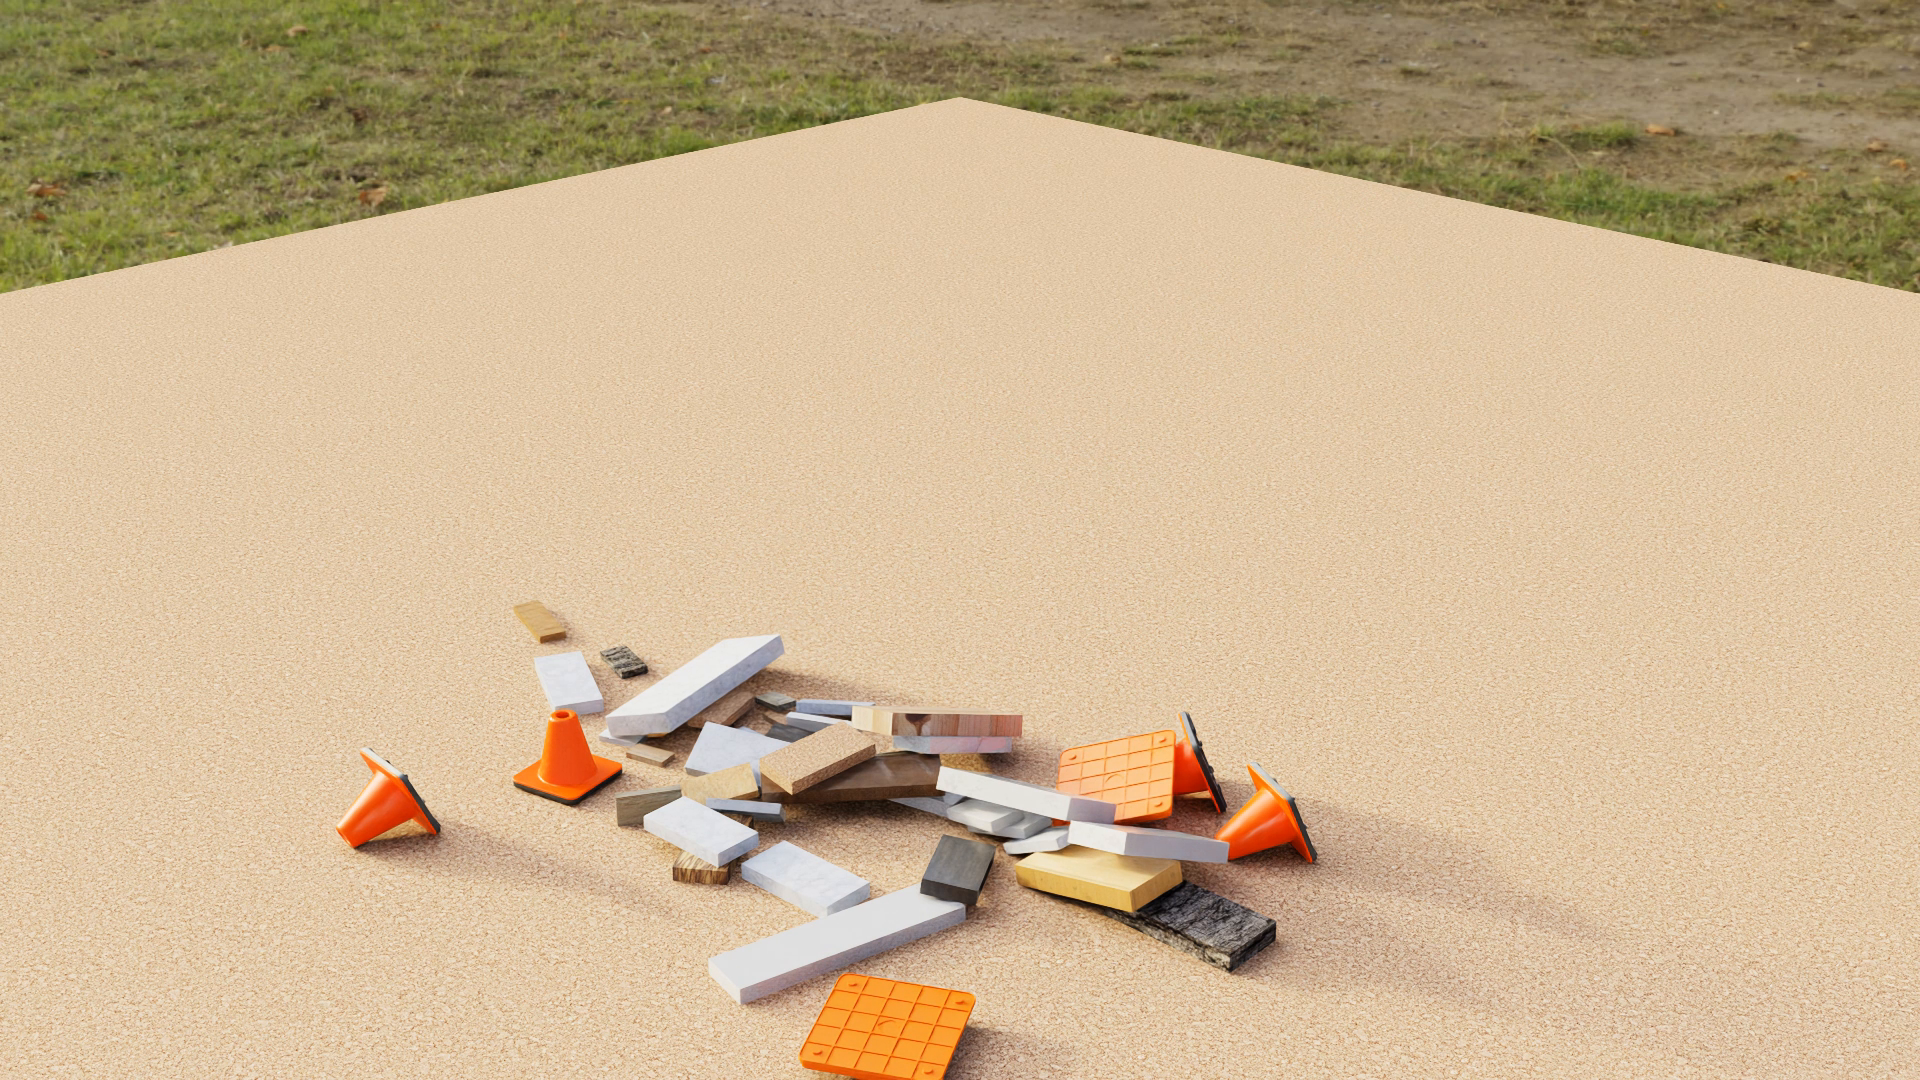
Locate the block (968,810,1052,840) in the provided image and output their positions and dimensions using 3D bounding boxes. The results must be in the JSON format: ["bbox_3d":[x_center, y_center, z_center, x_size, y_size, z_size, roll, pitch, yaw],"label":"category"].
[{"bbox_3d":[0.097,0.560,4.357,0.157,0.022,0.079,0,17,46],"label":"block"}]

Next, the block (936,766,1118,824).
[{"bbox_3d":[0.130,0.507,4.348,0.323,0.046,0.162,9,-5,39],"label":"block"}]

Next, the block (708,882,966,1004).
[{"bbox_3d":[-0.219,0.727,4.004,0.476,0.033,0.115,-15,27,-31],"label":"block"}]

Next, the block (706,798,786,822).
[{"bbox_3d":[-0.428,0.540,4.398,0.149,0.021,0.075,4,-20,6],"label":"block"}]

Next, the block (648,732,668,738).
[{"bbox_3d":[-0.634,0.392,4.785,0.064,0.018,0.129,-6,19,34],"label":"block"}]

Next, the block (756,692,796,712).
[{"bbox_3d":[-0.409,0.358,4.874,0.050,0.014,0.101,-15,16,-32],"label":"block"}]

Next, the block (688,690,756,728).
[{"bbox_3d":[-0.521,0.371,4.807,0.081,0.023,0.163,11,23,19],"label":"block"}]

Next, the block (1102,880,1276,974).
[{"bbox_3d":[0.422,0.698,4.064,0.291,0.041,0.145,20,30,38],"label":"block"}]

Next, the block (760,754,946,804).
[{"bbox_3d":[-0.218,0.484,4.452,0.367,0.030,0.108,-2,30,-7],"label":"block"}]

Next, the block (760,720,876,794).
[{"bbox_3d":[-0.289,0.440,4.463,0.215,0.030,0.108,-22,37,-36],"label":"block"}]

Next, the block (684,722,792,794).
[{"bbox_3d":[-0.439,0.457,4.547,0.230,0.033,0.115,13,56,16],"label":"block"}]

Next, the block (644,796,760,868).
[{"bbox_3d":[-0.507,0.569,4.303,0.214,0.030,0.107,19,30,38],"label":"block"}]

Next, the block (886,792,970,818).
[{"bbox_3d":[-0.083,0.506,4.527,0.230,0.033,0.115,13,26,28],"label":"block"}]

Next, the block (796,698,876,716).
[{"bbox_3d":[-0.272,0.368,4.827,0.163,0.023,0.081,2,1,6],"label":"block"}]

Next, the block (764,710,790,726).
[{"bbox_3d":[-0.380,0.396,4.810,0.050,0.014,0.101,-19,30,-38],"label":"block"}]

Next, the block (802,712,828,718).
[{"bbox_3d":[-0.296,0.396,4.783,0.101,0.014,0.050,16,8,29],"label":"block"}]

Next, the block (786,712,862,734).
[{"bbox_3d":[-0.288,0.418,4.671,0.163,0.081,0.023,7,24,17],"label":"block"}]

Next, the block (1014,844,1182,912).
[{"bbox_3d":[0.259,0.628,4.147,0.291,0.041,0.145,5,20,45],"label":"block"}]

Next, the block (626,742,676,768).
[{"bbox_3d":[-0.657,0.457,4.667,0.094,0.013,0.047,12,26,26],"label":"block"}]

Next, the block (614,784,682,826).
[{"bbox_3d":[-0.625,0.534,4.419,0.131,0.066,0.019,-6,24,-15],"label":"block"}]

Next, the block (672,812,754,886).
[{"bbox_3d":[-0.482,0.602,4.304,0.107,0.030,0.214,3,23,8],"label":"block"}]

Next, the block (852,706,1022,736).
[{"bbox_3d":[-0.047,0.382,4.634,0.323,0.046,0.162,4,-1,-33],"label":"block"}]

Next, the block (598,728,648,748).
[{"bbox_3d":[-0.726,0.426,4.741,0.094,0.013,0.047,10,25,22],"label":"block"}]

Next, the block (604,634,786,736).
[{"bbox_3d":[-0.580,0.319,4.875,0.162,0.046,0.467,-7,15,31],"label":"block"}]

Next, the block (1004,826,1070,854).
[{"bbox_3d":[0.165,0.581,4.272,0.079,0.022,0.157,-22,5,-40],"label":"block"}]

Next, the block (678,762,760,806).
[{"bbox_3d":[-0.490,0.507,4.472,0.149,0.021,0.075,-15,48,-9],"label":"block"}]

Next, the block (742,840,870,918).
[{"bbox_3d":[-0.295,0.648,4.191,0.230,0.033,0.115,19,30,38],"label":"block"}]

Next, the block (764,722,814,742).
[{"bbox_3d":[-0.305,0.453,4.611,0.230,0.033,0.115,14,29,15],"label":"block"}]

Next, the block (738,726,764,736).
[{"bbox_3d":[-0.412,0.448,4.681,0.208,0.019,0.066,19,29,37],"label":"block"}]

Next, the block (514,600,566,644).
[{"bbox_3d":[-1.009,0.196,5.276,0.064,0.018,0.200,-12,26,-26],"label":"block"}]

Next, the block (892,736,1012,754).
[{"bbox_3d":[-0.015,0.423,4.596,0.230,0.033,0.115,4,-1,-43],"label":"block"}]

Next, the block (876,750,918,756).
[{"bbox_3d":[-0.195,0.473,4.525,0.233,0.021,0.075,-5,30,-13],"label":"block"}]

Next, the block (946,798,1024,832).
[{"bbox_3d":[0.050,0.544,4.370,0.079,0.022,0.157,-19,13,-31],"label":"block"}]

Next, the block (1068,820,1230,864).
[{"bbox_3d":[0.360,0.573,4.169,0.291,0.041,0.145,12,-5,-42],"label":"block"}]

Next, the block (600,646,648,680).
[{"bbox_3d":[-0.776,0.282,5.074,0.064,0.018,0.129,-13,26,-28],"label":"block"}]

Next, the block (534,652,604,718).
[{"bbox_3d":[-0.883,0.325,4.957,0.107,0.030,0.257,-8,24,-18],"label":"block"}]

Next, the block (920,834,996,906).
[{"bbox_3d":[-0.002,0.627,4.189,0.108,0.030,0.215,12,17,7],"label":"block"}]

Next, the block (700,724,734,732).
[{"bbox_3d":[-0.545,0.391,4.816,0.066,0.019,0.131,-9,25,-20],"label":"block"}]
